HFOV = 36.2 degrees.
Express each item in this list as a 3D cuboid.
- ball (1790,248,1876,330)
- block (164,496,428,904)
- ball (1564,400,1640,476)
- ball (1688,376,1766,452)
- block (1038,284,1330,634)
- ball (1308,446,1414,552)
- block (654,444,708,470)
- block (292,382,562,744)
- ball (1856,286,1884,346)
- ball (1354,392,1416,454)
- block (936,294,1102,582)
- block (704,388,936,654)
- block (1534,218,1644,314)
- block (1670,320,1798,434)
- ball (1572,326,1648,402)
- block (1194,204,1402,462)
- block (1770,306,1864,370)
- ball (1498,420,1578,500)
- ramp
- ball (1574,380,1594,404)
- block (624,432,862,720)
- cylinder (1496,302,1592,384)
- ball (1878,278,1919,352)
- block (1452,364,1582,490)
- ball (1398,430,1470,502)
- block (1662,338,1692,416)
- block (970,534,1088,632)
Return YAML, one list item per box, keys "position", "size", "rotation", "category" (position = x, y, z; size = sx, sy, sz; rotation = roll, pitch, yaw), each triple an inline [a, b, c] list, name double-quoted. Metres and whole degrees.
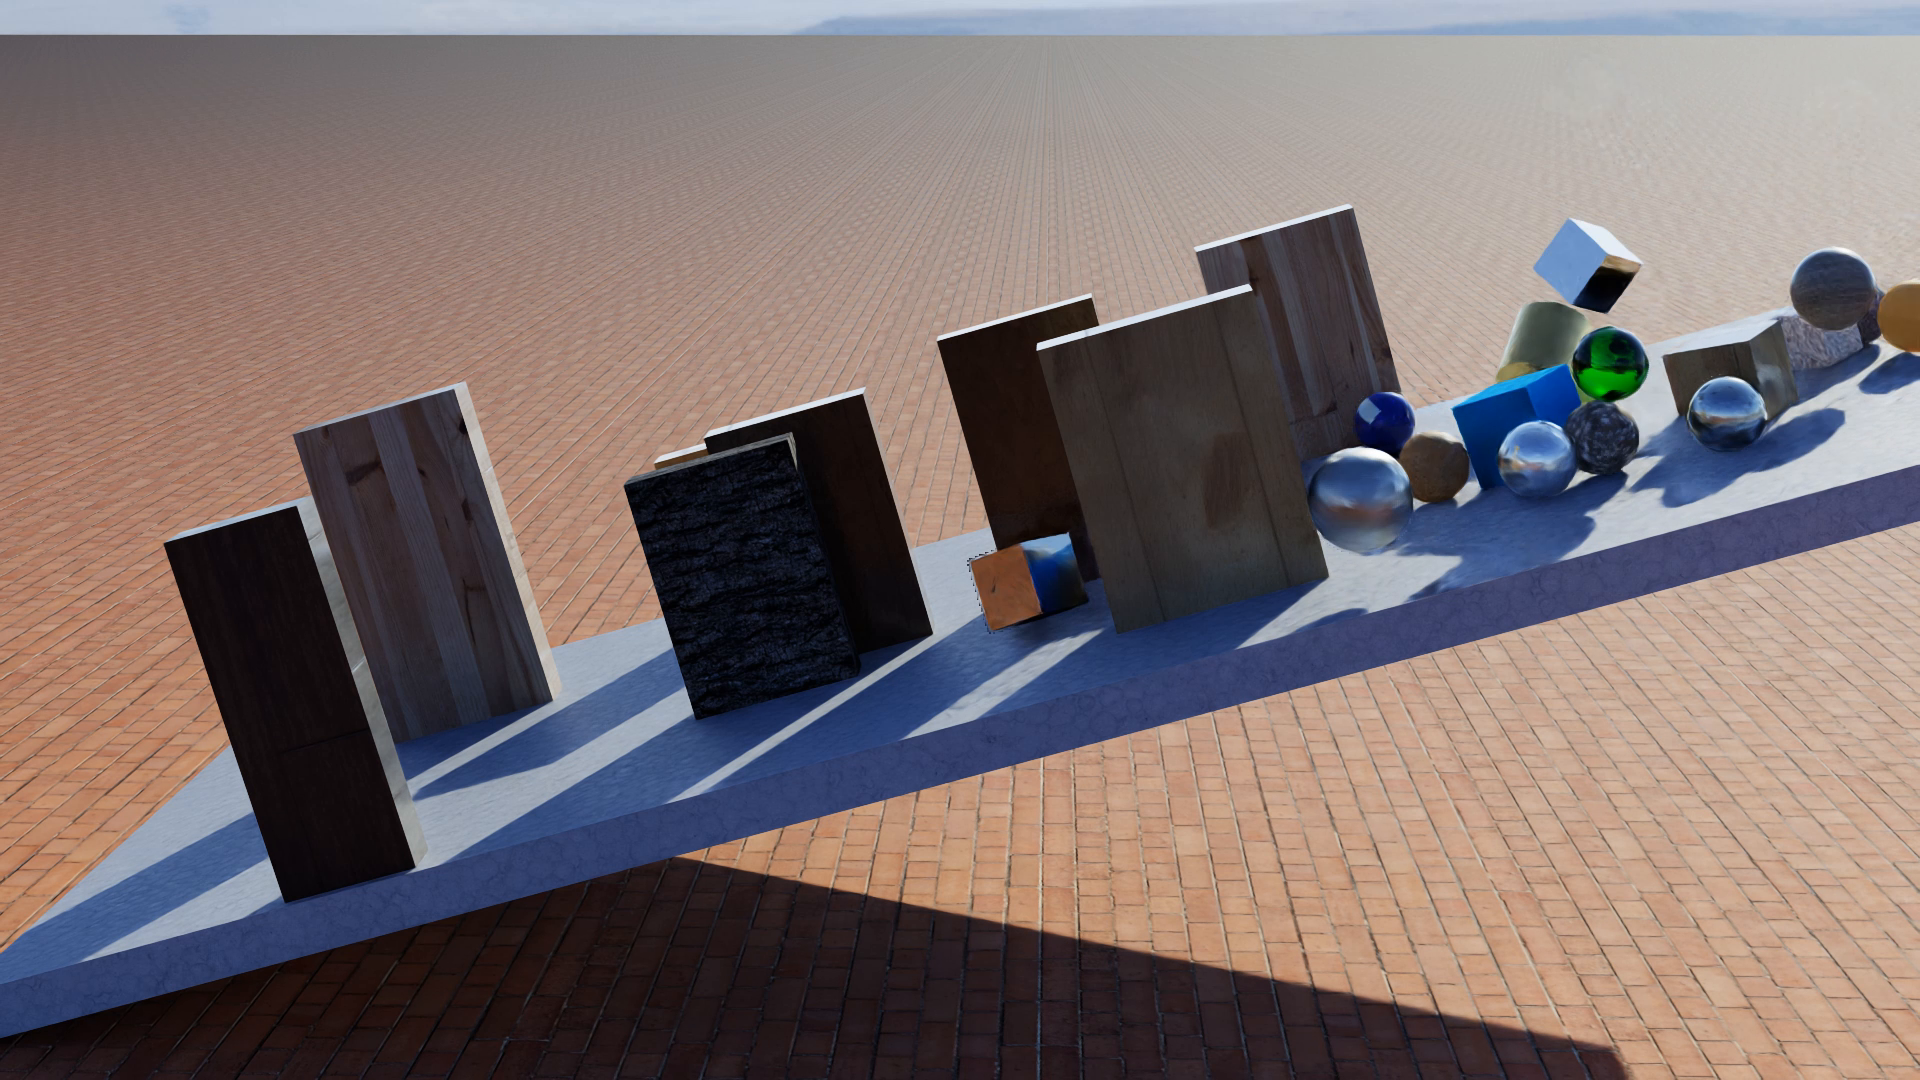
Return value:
- position: [1.797, -0.517, 6.058]
  size: [0.171, 0.171, 0.171]
  rotation: [0, 10, 0]
  category: "ball"
- position: [-1.227, 0.296, 5.455]
  size: [0.258, 0.707, 0.114]
  rotation: [-15, 10, 5]
  category: "block"
- position: [1.273, -0.204, 5.843]
  size: [0.150, 0.150, 0.150]
  rotation: [0, 10, 0]
  category: "ball"
- position: [1.490, -0.243, 5.713]
  size: [0.148, 0.148, 0.148]
  rotation: [0, 10, 0]
  category: "ball"
- position: [0.431, -0.156, 5.688]
  size: [0.424, 0.574, 0.118]
  rotation: [-15, 10, 5]
  category: "block"
- position: [0.741, -0.075, 5.446]
  size: [0.195, 0.195, 0.195]
  rotation: [0, 10, 0]
  category: "ball"
- position: [-0.505, -0.028, 6.951]
  size: [0.312, 0.428, 0.113]
  rotation: [-15, 10, 5]
  category: "block"
- position: [-1.209, 0.053, 6.705]
  size: [0.382, 0.743, 0.130]
  rotation: [-15, 10, 5]
  category: "block"
- position: [1.940, -0.494, 6.387]
  size: [0.151, 0.151, 0.151]
  rotation: [0, 10, 0]
  category: "ball"
- position: [0.974, -0.269, 6.735]
  size: [0.142, 0.142, 0.142]
  rotation: [0, 10, 0]
  category: "ball"
- position: [0.195, -0.196, 6.275]
  size: [0.338, 0.584, 0.087]
  rotation: [-15, 10, 5]
  category: "block"
- position: [-0.294, -0.017, 6.222]
  size: [0.347, 0.531, 0.104]
  rotation: [-15, 10, 5]
  category: "block"
- position: [1.290, -0.563, 6.043]
  size: [0.129, 0.129, 0.129]
  rotation: [7, 35, -44]
  category: "block"
- position: [1.581, -0.333, 6.004]
  size: [0.171, 0.171, 0.171]
  rotation: [-8, 12, 39]
  category: "block"
- position: [1.282, -0.347, 5.801]
  size: [0.149, 0.149, 0.149]
  rotation: [0, 10, 0]
  category: "ball"
- position: [0.810, -0.475, 6.960]
  size: [0.378, 0.547, 0.120]
  rotation: [-15, 10, 5]
  category: "block"
- position: [1.838, -0.444, 6.311]
  size: [0.122, 0.122, 0.122]
  rotation: [-26, 14, -36]
  category: "block"
- position: [1.137, -0.158, 5.789]
  size: [0.156, 0.156, 0.156]
  rotation: [0, 10, 0]
  category: "ball"
- position: [0.087, 0.188, 6.323]
  size: [4.000, 0.100, 2.000]
  rotation: [-15, 10, 5]
  category: "ramp"
- position: [1.321, -0.277, 6.241]
  size: [0.130, 0.130, 0.130]
  rotation: [0, 10, 0]
  category: "ball"
- position: [-0.443, 0.074, 6.023]
  size: [0.347, 0.507, 0.104]
  rotation: [-15, 10, 5]
  category: "block"
- position: [1.323, -0.415, 6.654]
  size: [0.178, 0.178, 0.178]
  rotation: [18, -29, 10]
  category: "cylinder"
- position: [2.005, -0.470, 6.171]
  size: [0.155, 0.155, 0.155]
  rotation: [0, 10, 0]
  category: "ball"
- position: [1.159, -0.232, 6.038]
  size: [0.181, 0.181, 0.181]
  rotation: [-17, 7, 42]
  category: "block"
- position: [0.972, -0.150, 6.042]
  size: [0.149, 0.149, 0.149]
  rotation: [0, 10, 0]
  category: "ball"
- position: [1.589, -0.356, 6.211]
  size: [0.134, 0.134, 0.134]
  rotation: [-10, 12, 43]
  category: "block"
- position: [0.140, 0.085, 5.936]
  size: [0.147, 0.147, 0.147]
  rotation: [-21, -7, 42]
  category: "block"
